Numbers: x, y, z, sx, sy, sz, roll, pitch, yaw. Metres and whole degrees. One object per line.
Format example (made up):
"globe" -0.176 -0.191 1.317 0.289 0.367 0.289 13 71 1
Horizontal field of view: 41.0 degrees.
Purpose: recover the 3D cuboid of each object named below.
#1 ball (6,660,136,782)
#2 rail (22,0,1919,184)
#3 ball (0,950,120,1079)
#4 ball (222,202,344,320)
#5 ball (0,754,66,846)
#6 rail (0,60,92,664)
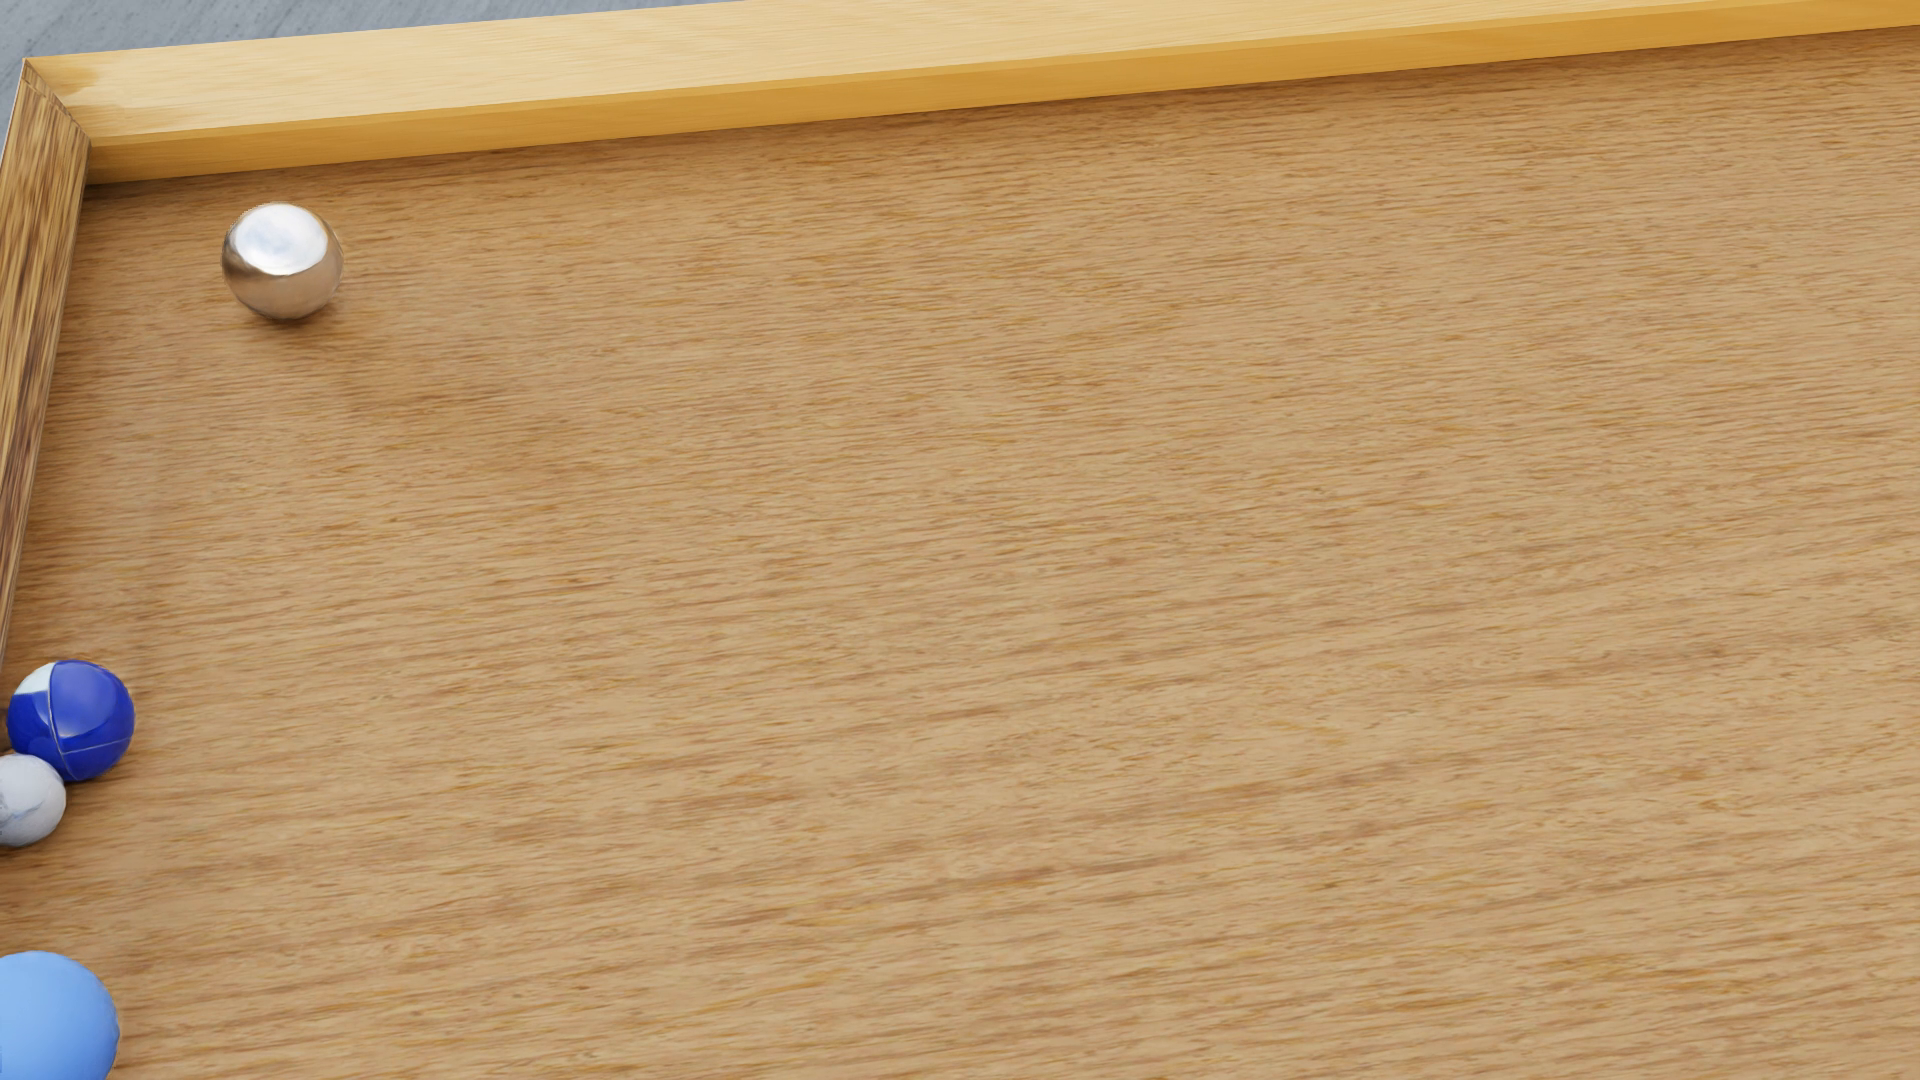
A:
"ball" -0.527 0.107 1.522 0.072 0.072 0.072 0 36 0
"rail" 0.495 -0.474 2.298 2.551 0.116 0.045 -7 36 -9
"ball" -0.473 0.253 1.306 0.086 0.086 0.086 0 36 0
"ball" -0.516 -0.212 1.956 0.089 0.089 0.089 0 36 0
"ball" -0.543 0.150 1.479 0.053 0.053 0.053 0 36 0
"rail" -0.603 0.051 1.562 0.045 0.116 1.396 -7 36 -9
